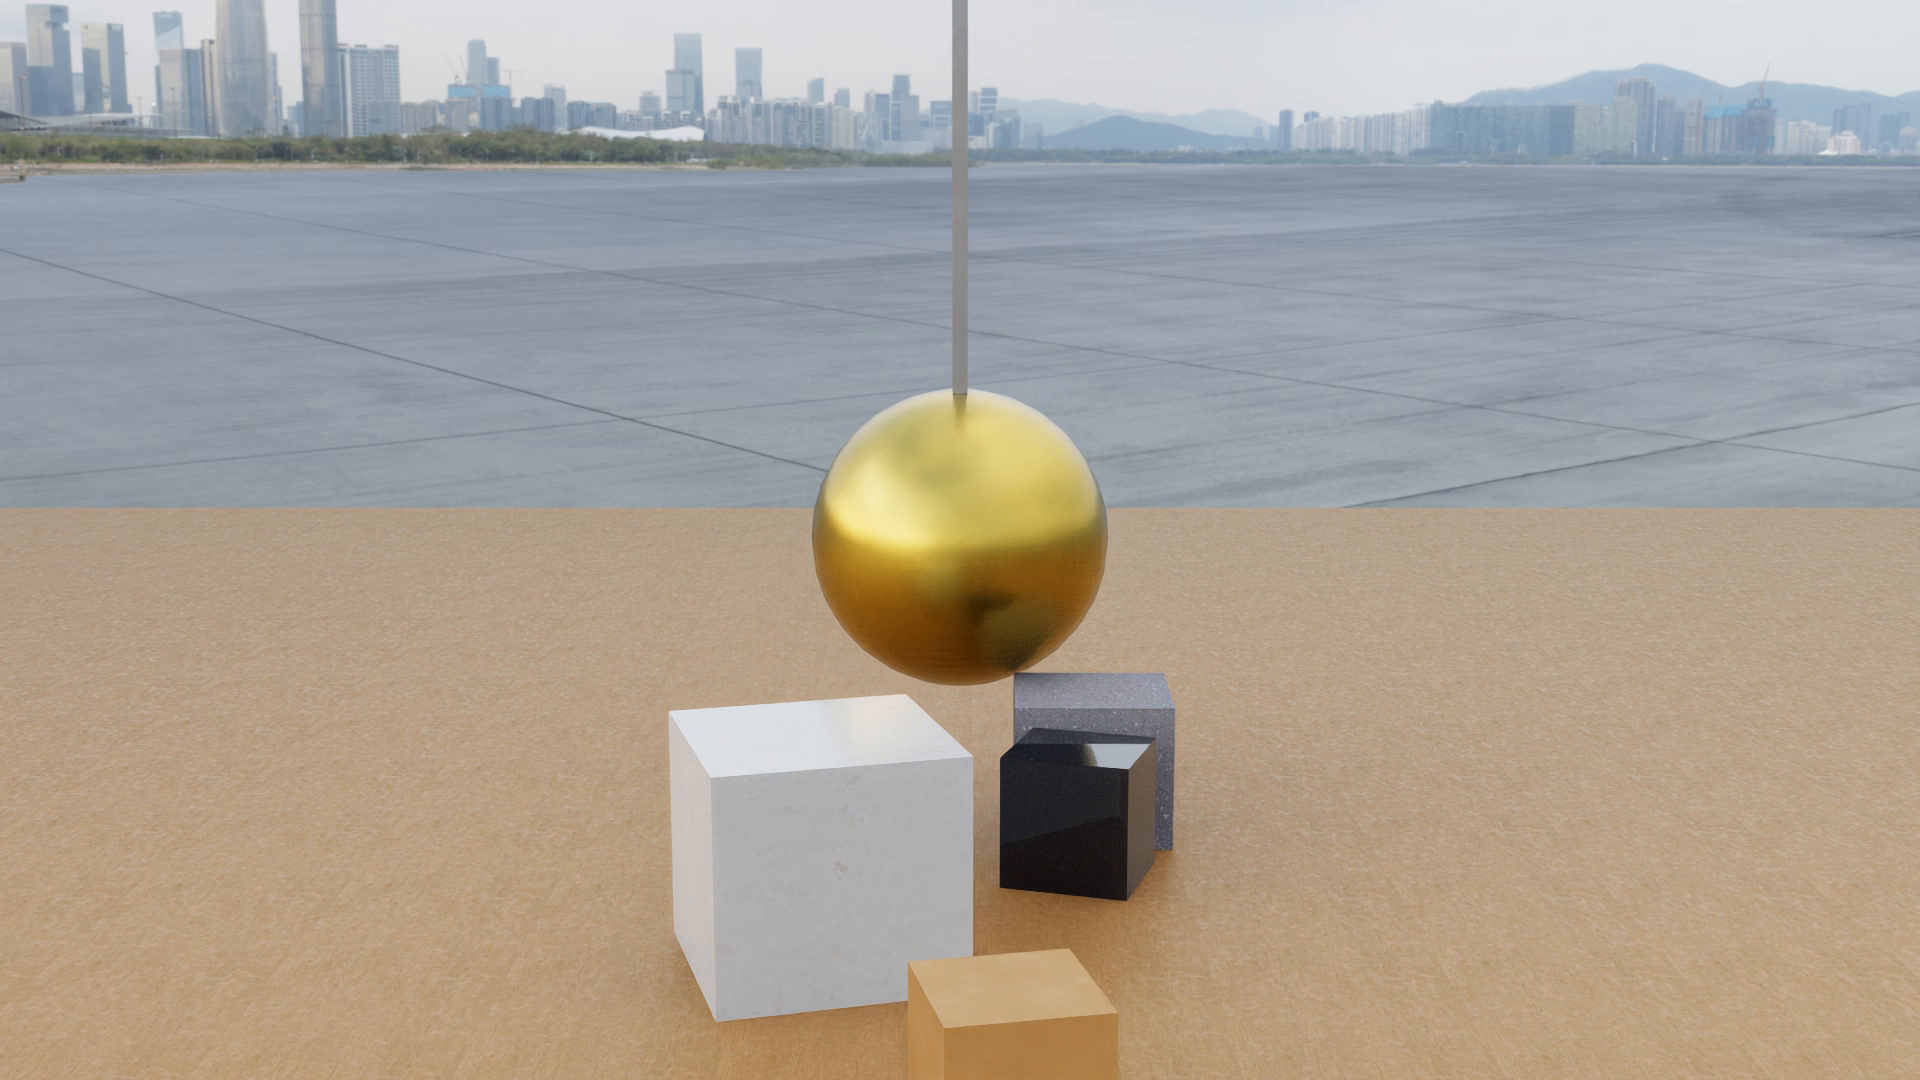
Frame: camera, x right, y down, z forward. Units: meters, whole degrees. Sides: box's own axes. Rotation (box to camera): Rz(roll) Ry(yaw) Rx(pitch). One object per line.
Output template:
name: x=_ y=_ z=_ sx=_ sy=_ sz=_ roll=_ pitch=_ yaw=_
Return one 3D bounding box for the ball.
ball: x=0.000 y=-0.015 z=11.843 sx=1.600 sy=1.600 sz=1.600 roll=0 pitch=10 yaw=0

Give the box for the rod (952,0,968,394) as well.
rod: x=0.000 y=-3.274 z=10.874 sx=0.080 sy=5.200 sz=0.080 roll=0 pitch=17 yaw=0

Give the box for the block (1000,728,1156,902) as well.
block: x=0.572 y=1.308 z=10.584 sx=0.621 sy=0.639 sz=0.577 roll=3 pitch=11 yaw=17

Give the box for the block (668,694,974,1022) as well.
block: x=-0.615 y=1.323 z=9.434 sx=1.083 sy=1.022 sz=1.074 roll=-3 pitch=11 yaw=-16

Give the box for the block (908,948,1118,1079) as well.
block: x=0.170 y=1.848 z=7.584 sx=0.591 sy=0.651 sz=0.606 roll=-2 pitch=11 yaw=-12

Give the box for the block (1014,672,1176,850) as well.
block: x=0.675 y=1.127 z=11.323 sx=0.793 sy=0.731 sz=0.740 roll=0 pitch=10 yaw=1
